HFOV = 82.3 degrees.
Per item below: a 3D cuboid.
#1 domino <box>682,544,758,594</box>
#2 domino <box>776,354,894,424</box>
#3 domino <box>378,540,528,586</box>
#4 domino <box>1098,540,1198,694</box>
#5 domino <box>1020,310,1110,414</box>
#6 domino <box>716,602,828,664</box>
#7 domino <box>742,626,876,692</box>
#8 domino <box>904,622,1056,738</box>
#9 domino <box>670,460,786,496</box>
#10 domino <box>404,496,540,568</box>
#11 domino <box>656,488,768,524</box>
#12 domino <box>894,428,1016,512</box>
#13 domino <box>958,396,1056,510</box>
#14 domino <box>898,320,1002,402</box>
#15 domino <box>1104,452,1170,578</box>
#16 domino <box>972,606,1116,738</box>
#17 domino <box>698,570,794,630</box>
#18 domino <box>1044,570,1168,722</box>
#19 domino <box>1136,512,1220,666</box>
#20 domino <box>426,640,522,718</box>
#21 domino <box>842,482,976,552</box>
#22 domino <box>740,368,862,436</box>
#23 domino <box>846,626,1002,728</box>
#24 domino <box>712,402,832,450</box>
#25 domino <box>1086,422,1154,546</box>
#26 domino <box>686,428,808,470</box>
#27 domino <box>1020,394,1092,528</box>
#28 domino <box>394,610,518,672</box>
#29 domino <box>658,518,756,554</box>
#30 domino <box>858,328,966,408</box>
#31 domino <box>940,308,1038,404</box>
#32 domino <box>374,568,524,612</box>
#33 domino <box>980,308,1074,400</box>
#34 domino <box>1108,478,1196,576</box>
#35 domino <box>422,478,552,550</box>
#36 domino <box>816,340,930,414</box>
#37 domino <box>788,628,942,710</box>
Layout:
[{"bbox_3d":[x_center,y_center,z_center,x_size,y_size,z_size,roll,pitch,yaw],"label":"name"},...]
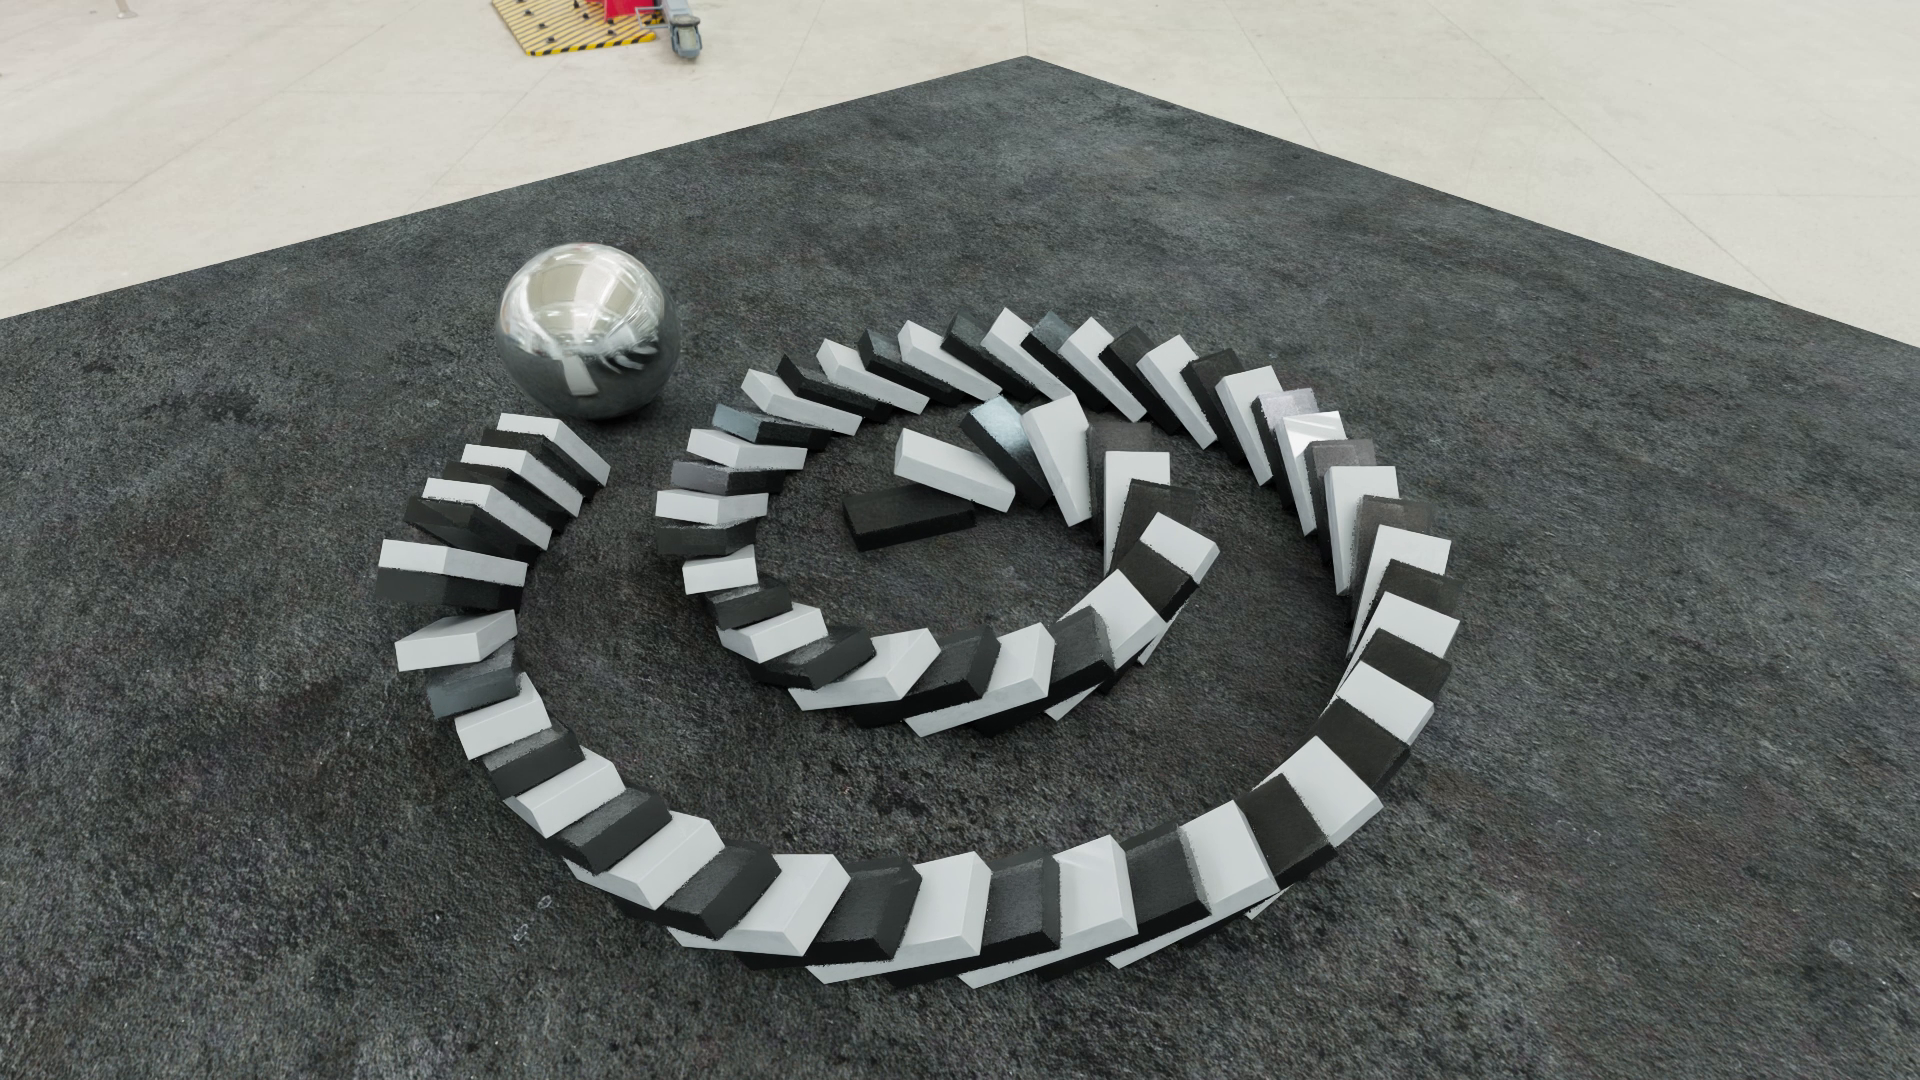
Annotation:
[{"bbox_3d":[-0.089,0.010,0.410,0.025,0.009,0.050,-8,7,-10],"label":"domino"},{"bbox_3d":[-0.057,-0.070,0.508,0.050,0.010,0.025,13,26,-40],"label":"domino"},{"bbox_3d":[-0.185,0.009,0.405,0.025,0.050,0.010,6,83,11],"label":"domino"},{"bbox_3d":[0.058,0.027,0.389,0.050,0.010,0.025,-50,52,-1],"label":"domino"},{"bbox_3d":[0.055,-0.086,0.528,0.050,0.009,0.025,41,46,-2],"label":"domino"},{"bbox_3d":[-0.067,0.031,0.385,0.025,0.010,0.050,-21,11,-24],"label":"domino"},{"bbox_3d":[-0.052,0.039,0.375,0.025,0.010,0.050,-30,14,-31],"label":"domino"},{"bbox_3d":[0.007,0.047,0.366,0.050,0.010,0.025,-23,31,27],"label":"domino"},{"bbox_3d":[-0.095,-0.026,0.455,0.025,0.009,0.050,13,8,15],"label":"domino"},{"bbox_3d":[-0.184,-0.002,0.416,0.025,0.050,0.010,7,73,8],"label":"domino"},{"bbox_3d":[-0.098,-0.015,0.441,0.025,0.009,0.050,9,7,11],"label":"domino"},{"bbox_3d":[-0.002,-0.029,0.462,0.050,0.009,0.025,19,29,-12],"label":"domino"},{"bbox_3d":[0.025,-0.038,0.469,0.050,0.010,0.025,47,43,10],"label":"domino"},{"bbox_3d":[-0.005,-0.085,0.527,0.050,0.010,0.025,22,32,-25],"label":"domino"},{"bbox_3d":[0.070,-0.010,0.434,0.025,0.010,0.050,1,74,2],"label":"domino"},{"bbox_3d":[0.026,0.044,0.368,0.050,0.010,0.025,-29,36,19],"label":"domino"},{"bbox_3d":[-0.078,0.021,0.397,0.025,0.010,0.050,-16,9,-19],"label":"domino"},{"bbox_3d":[0.044,0.036,0.378,0.050,0.010,0.025,-42,45,6],"label":"domino"},{"bbox_3d":[0.069,0.017,0.400,0.025,0.009,0.050,32,84,32],"label":"domino"},{"bbox_3d":[-0.161,0.046,0.368,0.025,0.009,0.050,-16,10,-19],"label":"domino"},{"bbox_3d":[-0.021,-0.011,0.457,0.050,0.010,0.025,-13,41,-15],"label":"domino"},{"bbox_3d":[-0.071,-0.062,0.499,0.050,0.010,0.025,11,25,-44],"label":"domino"},{"bbox_3d":[-0.012,0.046,0.367,0.050,0.009,0.025,-19,29,32],"label":"domino"},{"bbox_3d":[-0.082,-0.050,0.484,0.025,0.009,0.050,24,12,27],"label":"domino"},{"bbox_3d":[0.066,-0.023,0.449,0.025,0.009,0.050,0,74,-6],"label":"domino"},{"bbox_3d":[-0.090,-0.039,0.471,0.025,0.009,0.050,20,11,23],"label":"domino"},{"bbox_3d":[0.047,-0.033,0.458,0.025,0.009,0.050,-23,87,-32],"label":"domino"},{"bbox_3d":[-0.173,0.034,0.381,0.025,0.010,0.050,-7,6,-8],"label":"domino"},{"bbox_3d":[-0.097,-0.002,0.425,0.025,0.010,0.050,1,6,2],"label":"domino"},{"bbox_3d":[-0.023,-0.082,0.523,0.050,0.009,0.025,20,30,-29],"label":"domino"},{"bbox_3d":[0.016,-0.089,0.532,0.050,0.009,0.025,32,38,-13],"label":"domino"},{"bbox_3d":[-0.182,0.018,0.395,0.025,0.050,0.010,6,85,8],"label":"domino"},{"bbox_3d":[0.036,-0.088,0.531,0.050,0.010,0.025,36,42,-7],"label":"domino"},{"bbox_3d":[0.072,0.003,0.418,0.025,0.009,0.050,12,75,14],"label":"domino"},{"bbox_3d":[-0.182,-0.009,0.425,0.025,0.050,0.010,7,73,8],"label":"domino"},{"bbox_3d":[-0.041,-0.077,0.517,0.050,0.010,0.025,16,28,-34],"label":"domino"},{"bbox_3d":[-0.033,0.044,0.369,0.050,0.010,0.025,-14,24,43],"label":"domino"}]
